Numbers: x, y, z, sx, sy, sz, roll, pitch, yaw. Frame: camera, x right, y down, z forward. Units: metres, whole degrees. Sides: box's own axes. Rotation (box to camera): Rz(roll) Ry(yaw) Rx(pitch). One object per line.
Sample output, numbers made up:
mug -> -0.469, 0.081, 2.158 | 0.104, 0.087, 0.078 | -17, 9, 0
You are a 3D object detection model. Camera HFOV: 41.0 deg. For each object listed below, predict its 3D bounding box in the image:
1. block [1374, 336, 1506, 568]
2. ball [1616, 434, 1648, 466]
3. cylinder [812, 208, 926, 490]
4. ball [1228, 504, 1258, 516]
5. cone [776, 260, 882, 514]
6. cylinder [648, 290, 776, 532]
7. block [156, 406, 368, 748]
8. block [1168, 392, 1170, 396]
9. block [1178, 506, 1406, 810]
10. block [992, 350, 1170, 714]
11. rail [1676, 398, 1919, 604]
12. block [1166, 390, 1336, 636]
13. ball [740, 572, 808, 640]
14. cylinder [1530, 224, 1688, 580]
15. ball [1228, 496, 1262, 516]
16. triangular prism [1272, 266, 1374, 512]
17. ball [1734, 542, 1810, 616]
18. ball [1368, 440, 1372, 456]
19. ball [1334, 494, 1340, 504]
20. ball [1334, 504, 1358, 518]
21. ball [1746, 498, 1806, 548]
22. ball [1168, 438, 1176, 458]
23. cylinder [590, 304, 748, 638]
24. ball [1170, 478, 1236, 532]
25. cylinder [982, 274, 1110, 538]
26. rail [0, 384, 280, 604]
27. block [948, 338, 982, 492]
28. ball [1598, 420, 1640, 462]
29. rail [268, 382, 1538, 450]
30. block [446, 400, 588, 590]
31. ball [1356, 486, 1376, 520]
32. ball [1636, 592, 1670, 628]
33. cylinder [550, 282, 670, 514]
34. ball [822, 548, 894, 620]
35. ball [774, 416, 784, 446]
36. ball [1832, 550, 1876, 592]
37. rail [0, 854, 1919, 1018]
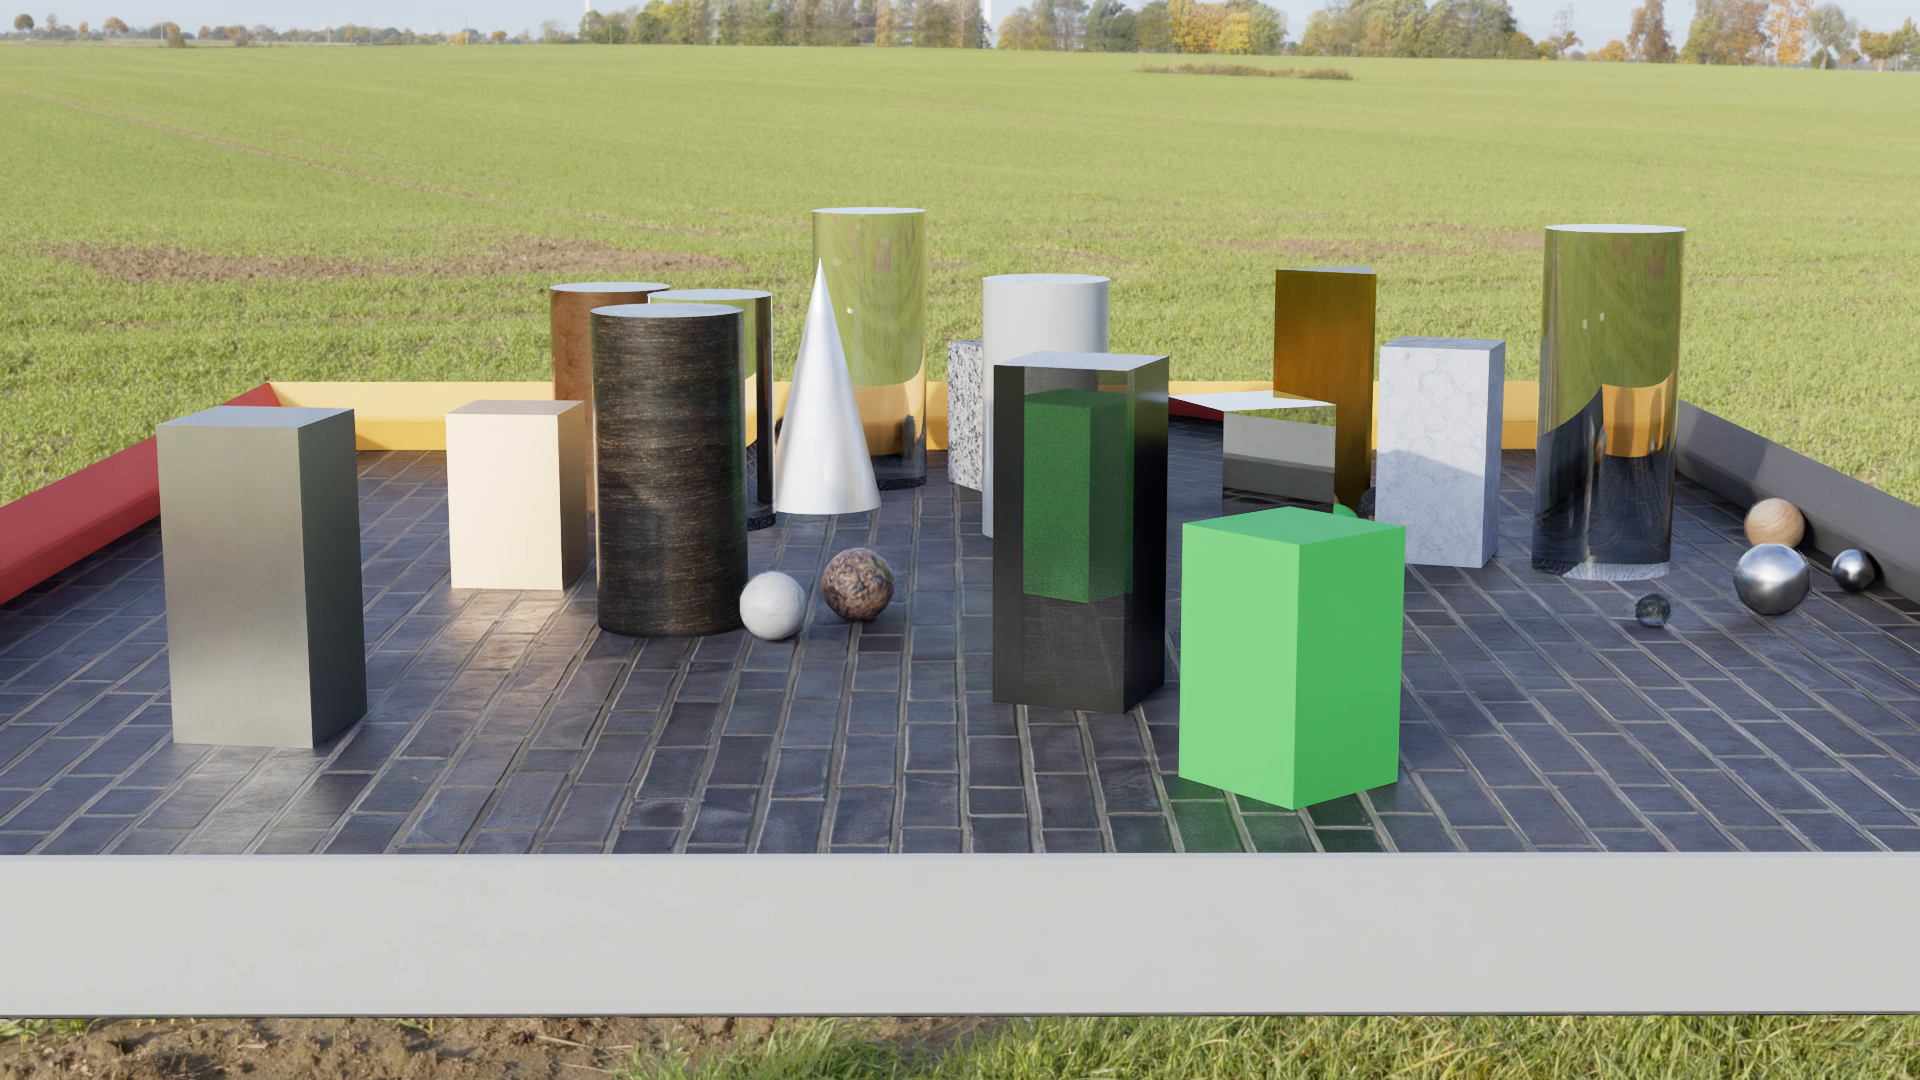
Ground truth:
block -> 0.718, -0.135, 3.837 | 0.159, 0.320, 0.159 | 4, 11, 20
ball -> 1.235, -0.164, 4.714 | 0.060, 0.060, 0.060 | 0, 10, 0
cylinder -> -0.158, -0.338, 4.501 | 0.199, 0.478, 0.199 | 0, 10, 0
ball -> 0.443, -0.029, 4.002 | 0.052, 0.052, 0.052 | 0, 10, 0
cone -> -0.231, -0.264, 4.278 | 0.199, 0.413, 0.199 | 0, 10, 0
cylinder -> -0.396, -0.209, 4.105 | 0.199, 0.368, 0.199 | 0, 10, 0
block -> -0.766, 0.037, 2.829 | 0.159, 0.349, 0.159 | 2, 11, 8
block -> 0.186, -0.075, 3.656 | 0.159, 0.269, 0.159 | 8, 13, 38
block -> 0.339, 0.116, 2.629 | 0.159, 0.267, 0.159 | -9, 14, -40
block -> 0.141, -0.013, 2.983 | 0.159, 0.392, 0.159 | 4, 11, 21
rail -> 1.290, 0.032, 3.456 | 0.045, 0.129, 2.993 | 0, 10, 0
block -> 0.370, -0.027, 3.296 | 0.159, 0.306, 0.159 | -4, 11, -22
ball -> -0.239, 0.085, 3.288 | 0.088, 0.088, 0.088 | 0, 10, 0
cylinder -> 0.940, -0.203, 3.725 | 0.199, 0.496, 0.199 | 0, 10, 0
ball -> 0.451, -0.041, 4.058 | 0.056, 0.056, 0.056 | 0, 10, 0
triangular prism -> 0.613, -0.231, 4.114 | 0.172, 0.408, 0.149 | 7, 13, 34
ball -> 1.088, 0.052, 3.437 | 0.098, 0.098, 0.098 | 0, 10, 0
ball -> 0.736, -0.175, 4.771 | 0.059, 0.059, 0.059 | 0, 10, 0
ball -> 0.544, -0.043, 3.970 | 0.092, 0.092, 0.092 | 0, 10, 0
ball -> 0.559, -0.013, 3.830 | 0.083, 0.083, 0.083 | 0, 10, 0
ball -> 1.227, -0.020, 3.859 | 0.086, 0.086, 0.086 | 0, 10, 0
ball -> 0.385, -0.173, 4.809 | 0.042, 0.042, 0.042 | 0, 10, 0
cylinder -> -0.379, -0.095, 3.362 | 0.199, 0.414, 0.199 | 0, 10, 0
ball -> 0.376, -0.047, 3.972 | 0.099, 0.099, 0.099 | 0, 10, 0
cylinder -> 0.134, -0.209, 4.022 | 0.199, 0.400, 0.199 | 0, 10, 0
rail -> -1.290, 0.035, 3.441 | 0.045, 0.129, 2.993 | 0, 10, 0
block -> 0.086, -0.221, 4.500 | 0.159, 0.250, 0.159 | -5, 12, -27
ball -> 1.229, -0.186, 4.780 | 0.077, 0.077, 0.077 | 0, 10, 0
rail -> -0.008, -0.235, 4.897 | 2.628, 0.129, 0.045 | 0, 10, 0
block -> -0.631, -0.067, 3.672 | 0.159, 0.247, 0.159 | 1, 11, 5
ball -> 0.660, -0.045, 4.000 | 0.084, 0.084, 0.084 | 0, 10, 0
ball -> 0.909, 0.092, 3.366 | 0.045, 0.045, 0.045 | 0, 10, 0
cylinder -> -0.579, -0.239, 4.278 | 0.199, 0.365, 0.199 | 0, 10, 0
ball -> -0.135, 0.059, 3.405 | 0.097, 0.097, 0.097 | 0, 10, 0
ball -> -0.316, -0.199, 4.845 | 0.080, 0.080, 0.080 | 0, 10, 0
ball -> 1.254, 0.042, 3.598 | 0.059, 0.059, 0.059 | 0, 10, 0
rail -> 0.008, 0.301, 2.001 | 2.628, 0.129, 0.045 | 0, 10, 0
